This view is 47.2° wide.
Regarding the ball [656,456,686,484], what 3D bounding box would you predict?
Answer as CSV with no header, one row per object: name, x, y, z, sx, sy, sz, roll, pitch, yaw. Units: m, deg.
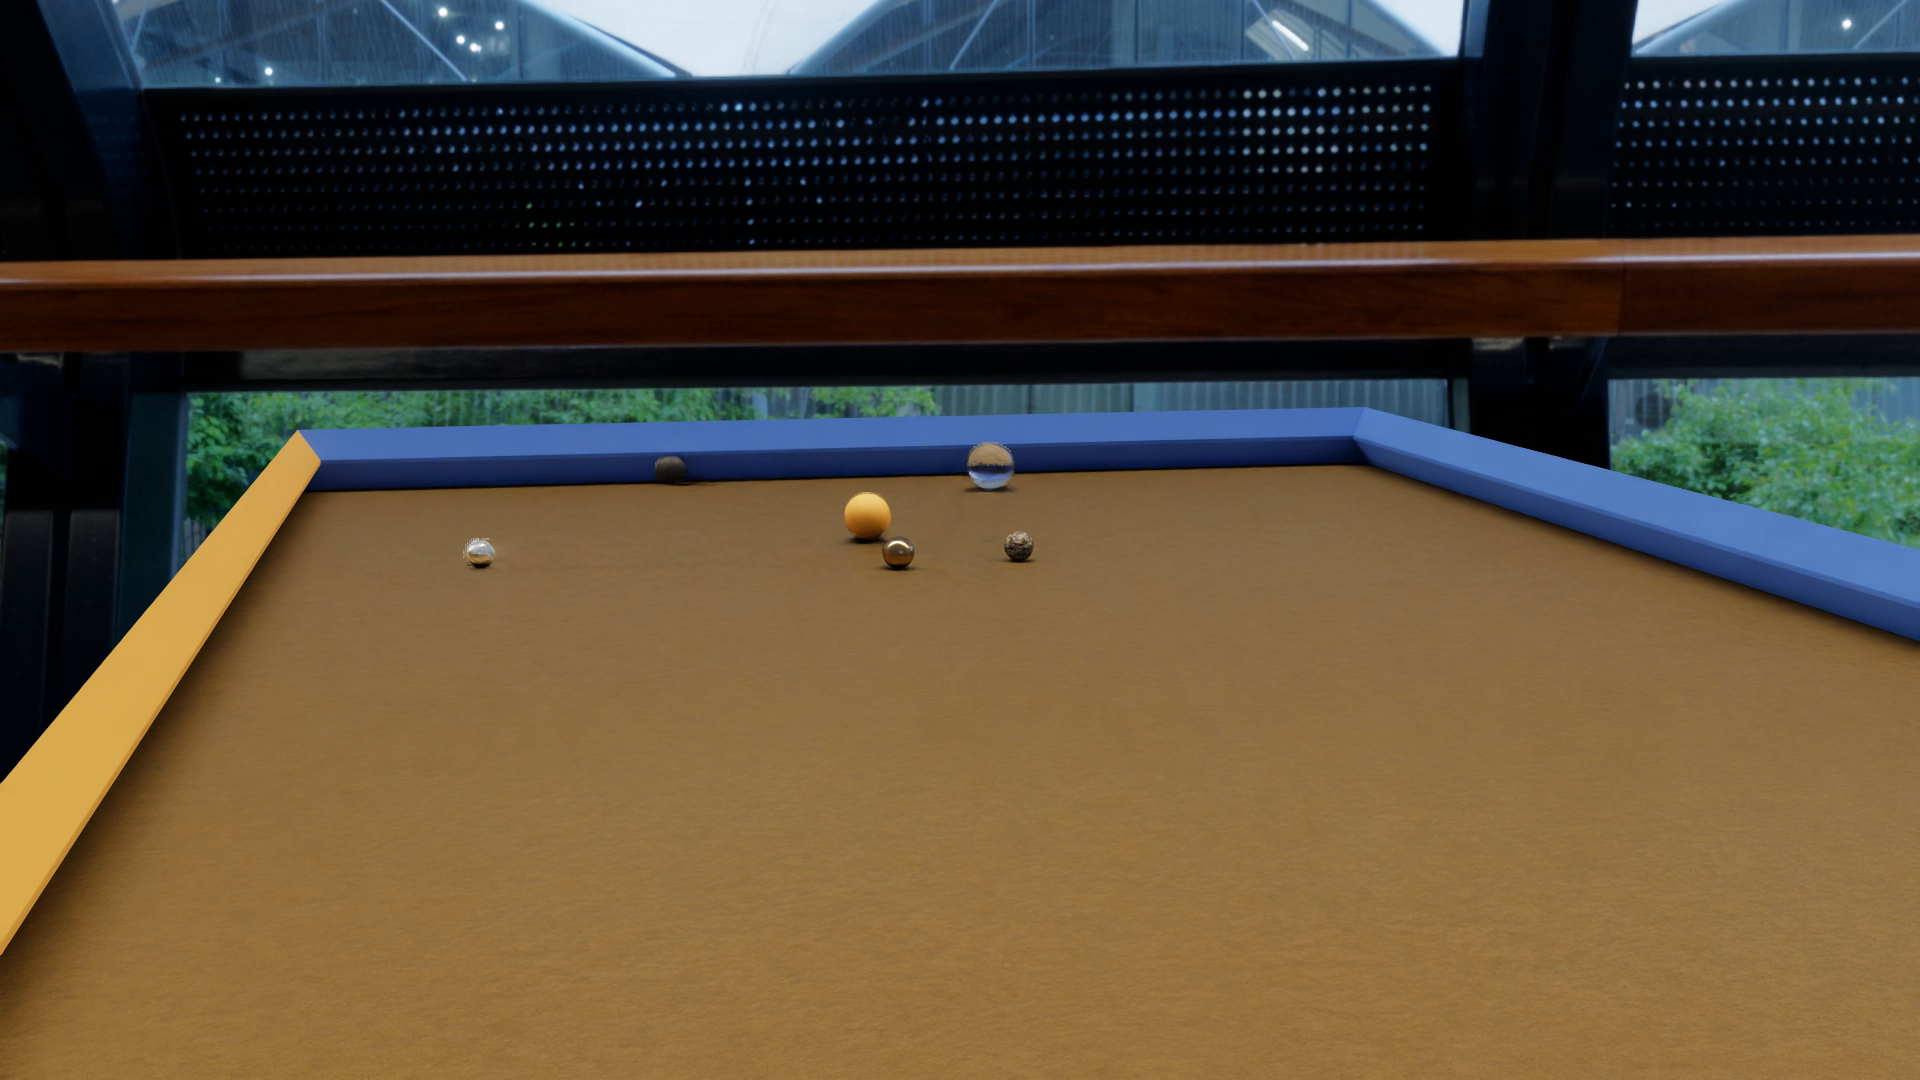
ball,-0.562,-0.137,4.285,0.057,0.057,0.057,0,9,0

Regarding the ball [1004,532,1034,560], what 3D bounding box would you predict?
ball,0.092,0.009,3.418,0.046,0.046,0.046,0,9,0

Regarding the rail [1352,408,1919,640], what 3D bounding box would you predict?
rail,1.242,0.099,2.643,0.045,0.114,4.098,-2,9,-11

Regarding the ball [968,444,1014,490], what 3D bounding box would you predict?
ball,0.058,-0.140,4.210,0.088,0.088,0.088,0,9,0

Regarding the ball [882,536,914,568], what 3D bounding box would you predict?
ball,-0.094,0.019,3.346,0.049,0.049,0.049,0,9,0

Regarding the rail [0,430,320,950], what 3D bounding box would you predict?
rail,-0.830,0.166,2.223,0.045,0.114,4.098,-2,9,-11

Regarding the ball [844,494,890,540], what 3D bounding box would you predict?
ball,-0.152,-0.038,3.614,0.077,0.077,0.077,0,9,0

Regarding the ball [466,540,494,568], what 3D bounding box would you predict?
ball,-0.732,0.021,3.354,0.043,0.043,0.043,0,9,0

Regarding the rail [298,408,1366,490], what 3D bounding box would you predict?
rail,-0.201,-0.184,4.392,2.162,0.114,0.045,-2,9,-11
